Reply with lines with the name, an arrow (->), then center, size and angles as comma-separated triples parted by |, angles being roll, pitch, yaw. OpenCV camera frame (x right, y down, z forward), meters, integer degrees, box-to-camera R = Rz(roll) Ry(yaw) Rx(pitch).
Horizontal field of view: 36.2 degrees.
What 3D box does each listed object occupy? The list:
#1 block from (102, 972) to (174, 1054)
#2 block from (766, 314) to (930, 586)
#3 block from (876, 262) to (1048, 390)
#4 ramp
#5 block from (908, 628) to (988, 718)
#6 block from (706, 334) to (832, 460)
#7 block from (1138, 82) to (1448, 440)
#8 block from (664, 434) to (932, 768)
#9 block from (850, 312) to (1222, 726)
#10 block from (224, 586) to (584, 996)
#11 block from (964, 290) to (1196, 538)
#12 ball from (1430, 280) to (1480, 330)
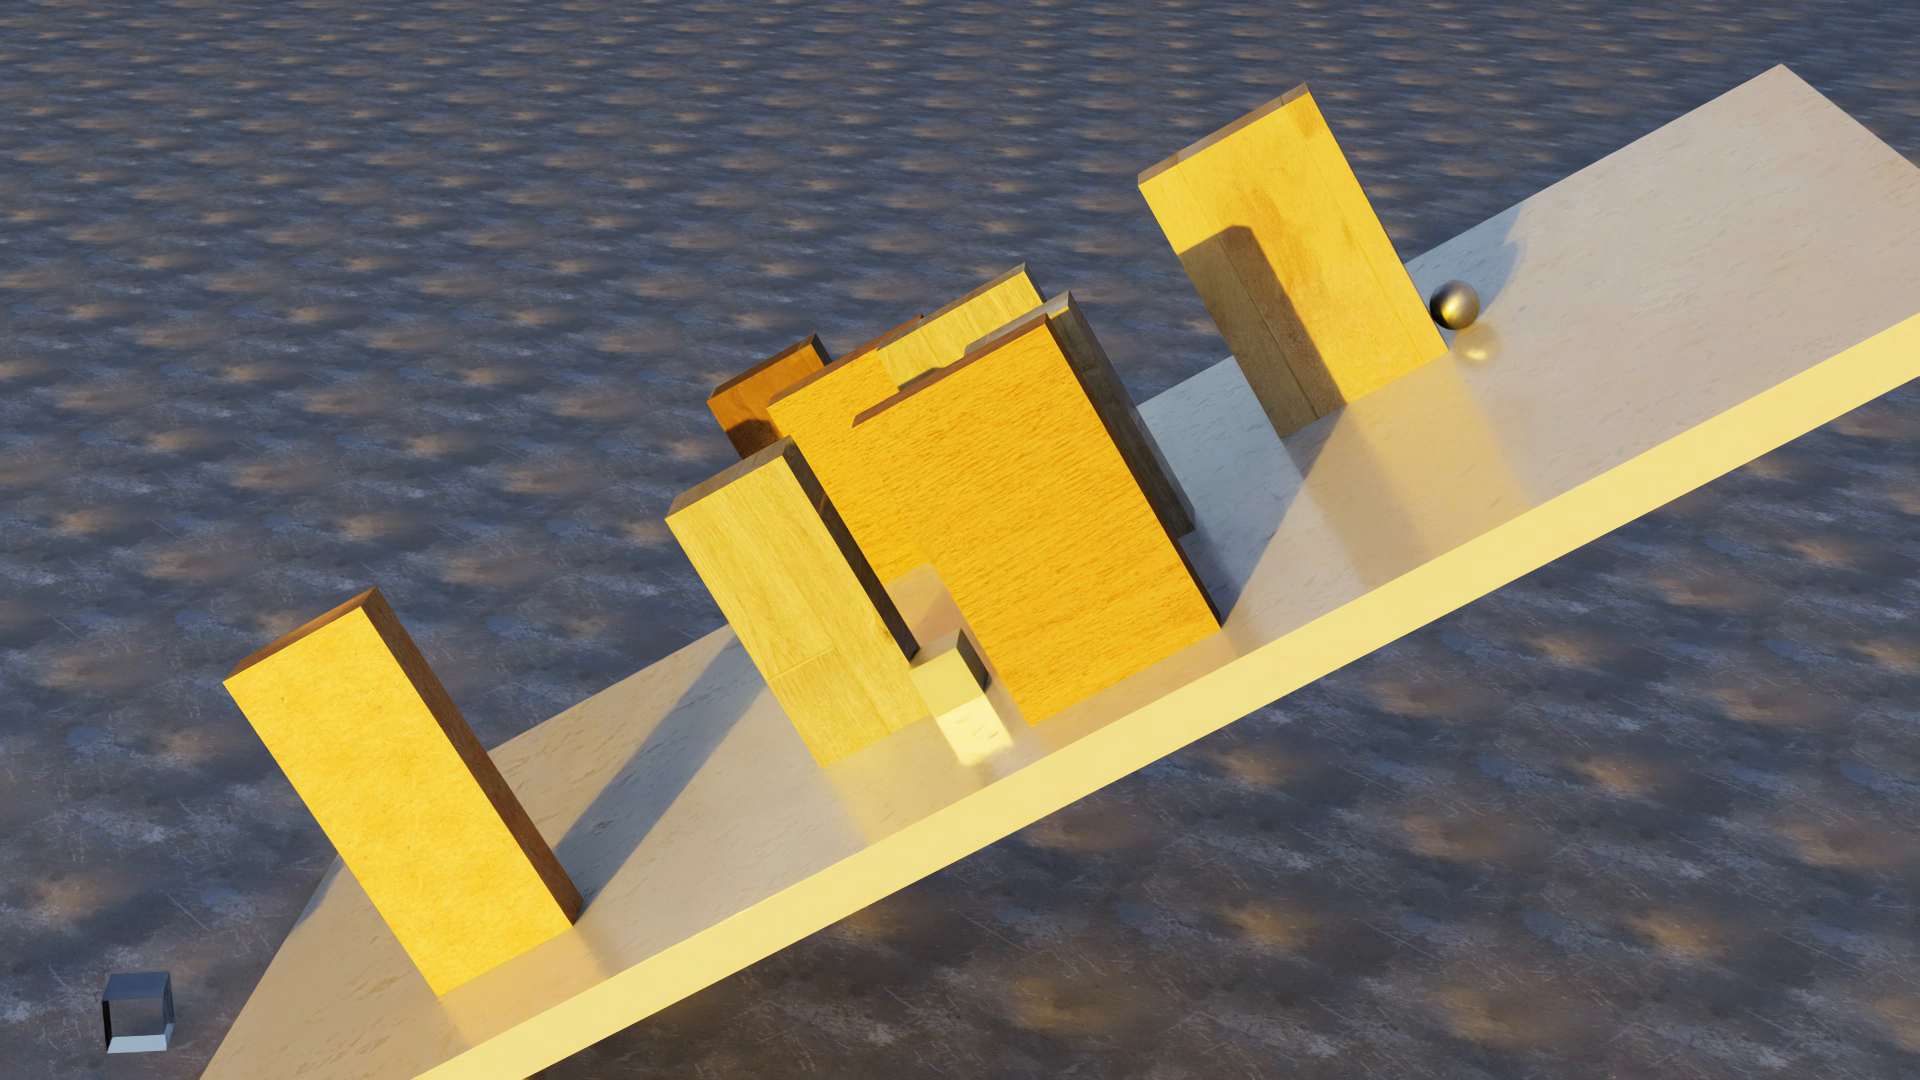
block -> -1.860, 1.069, 6.661 | 0.131, 0.131, 0.131 | -2, 18, -6
block -> -0.143, -0.206, 6.891 | 0.409, 0.505, 0.111 | -28, 15, 12
block -> 0.119, -0.276, 6.491 | 0.371, 0.559, 0.089 | -28, 15, 12
ramp -> 0.142, 0.168, 6.284 | 4.000, 0.100, 2.000 | -28, 15, 12
block -> -0.024, 0.264, 5.861 | 0.112, 0.112, 0.112 | -27, 15, 14
block -> -0.343, -0.189, 7.154 | 0.294, 0.547, 0.107 | -28, 15, 12
block -> 0.704, -0.587, 6.218 | 0.400, 0.628, 0.126 | -28, 15, 12
block -> -0.309, 0.126, 5.903 | 0.270, 0.606, 0.149 | -28, 15, 12
block -> 0.144, -0.032, 5.412 | 0.403, 0.661, 0.088 | -28, 15, 12
block -> -1.106, 0.507, 5.882 | 0.327, 0.776, 0.125 | -28, 15, 12
block -> 0.248, -0.212, 6.055 | 0.244, 0.538, 0.142 | -28, 15, 12
ball -> 1.056, -0.501, 6.274 | 0.108, 0.108, 0.108 | 0, 18, 0
